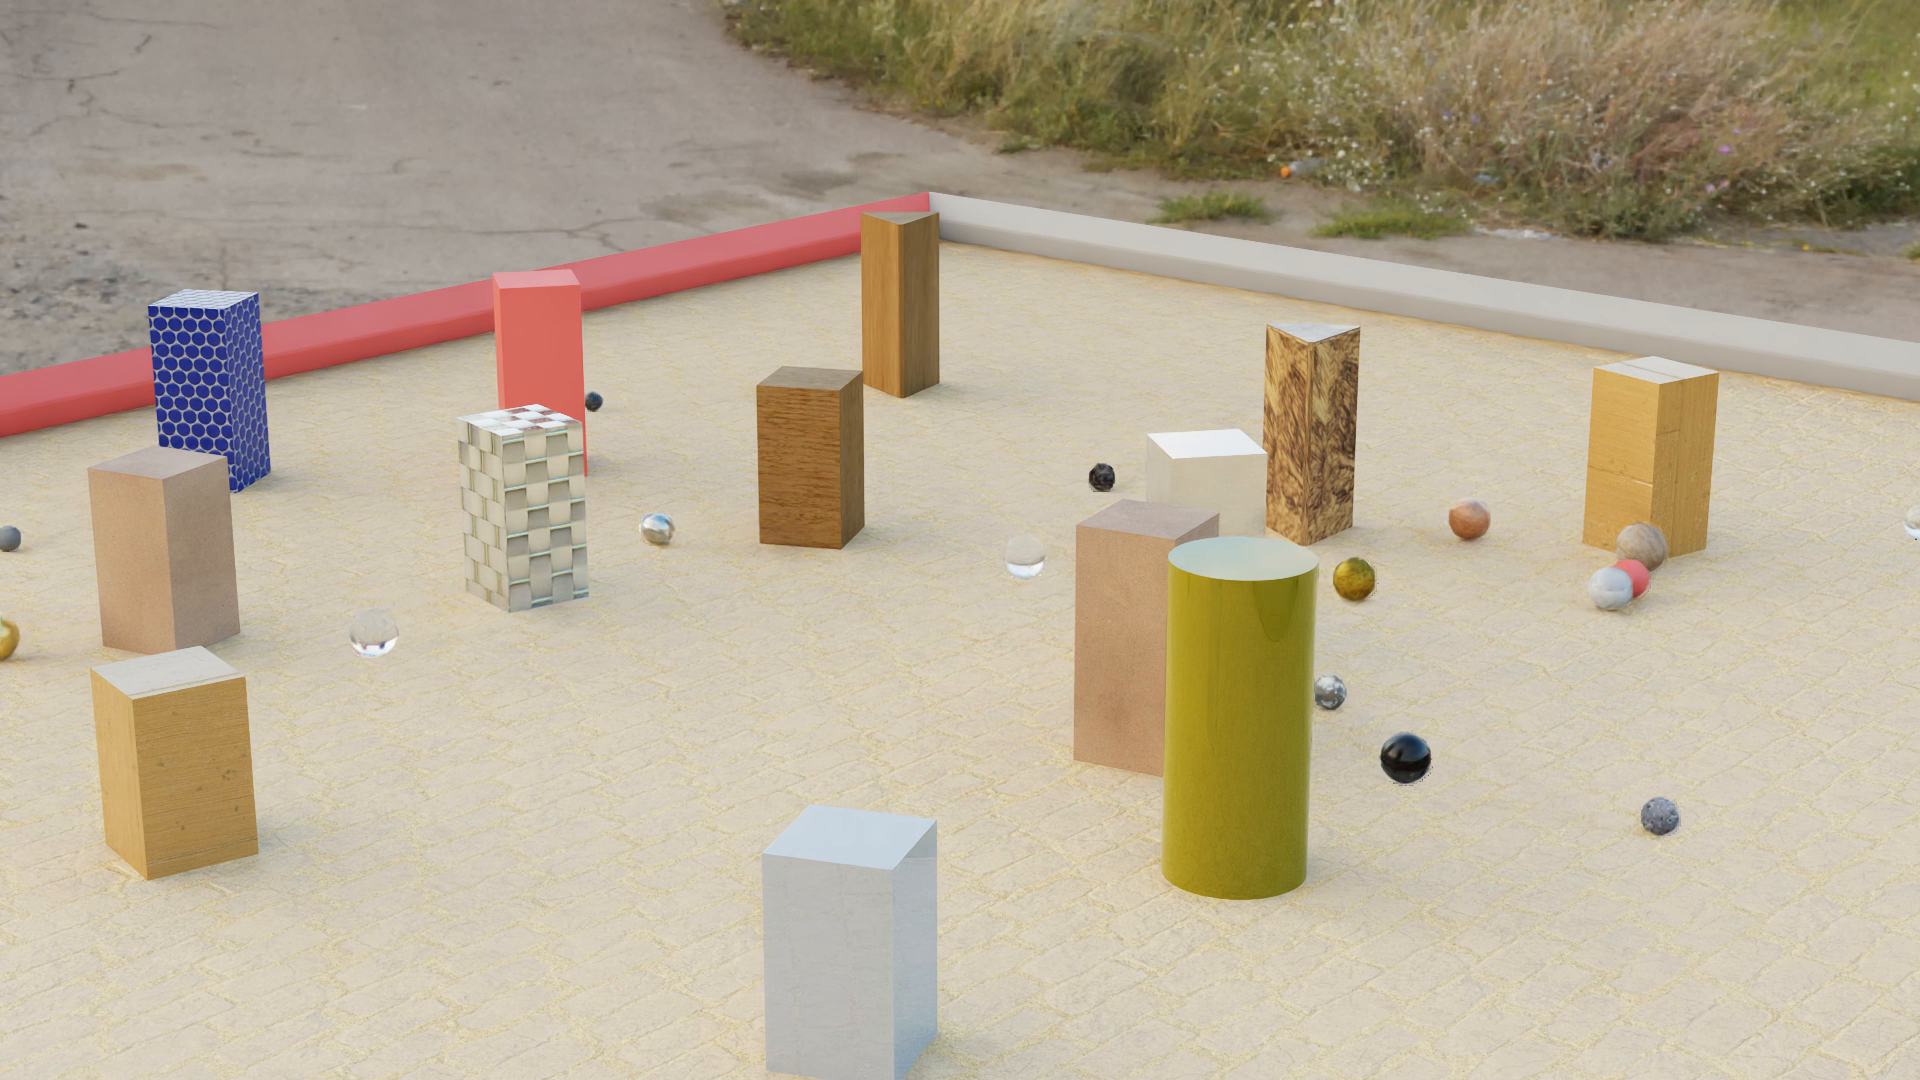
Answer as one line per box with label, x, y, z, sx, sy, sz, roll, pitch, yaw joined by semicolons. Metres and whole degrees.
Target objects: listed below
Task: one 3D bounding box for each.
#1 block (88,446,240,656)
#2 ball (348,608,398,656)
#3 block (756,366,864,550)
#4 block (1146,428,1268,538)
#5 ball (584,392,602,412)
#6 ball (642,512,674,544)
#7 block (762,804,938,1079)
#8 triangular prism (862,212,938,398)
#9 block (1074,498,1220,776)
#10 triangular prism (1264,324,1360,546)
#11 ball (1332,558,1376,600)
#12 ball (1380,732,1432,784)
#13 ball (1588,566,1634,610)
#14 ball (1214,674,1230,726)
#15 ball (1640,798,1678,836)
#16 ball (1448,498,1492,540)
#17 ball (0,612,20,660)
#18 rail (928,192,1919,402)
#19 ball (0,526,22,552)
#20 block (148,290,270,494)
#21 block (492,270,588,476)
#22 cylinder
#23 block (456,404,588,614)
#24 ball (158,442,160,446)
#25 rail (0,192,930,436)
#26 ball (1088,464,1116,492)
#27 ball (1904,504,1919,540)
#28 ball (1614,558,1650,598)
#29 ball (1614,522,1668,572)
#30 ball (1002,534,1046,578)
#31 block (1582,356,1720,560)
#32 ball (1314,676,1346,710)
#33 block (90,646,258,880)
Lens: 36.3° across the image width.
block;-1.316;0.019;4.855;0.157;0.307;0.157;8;19;25
ball;-0.962;0.151;4.810;0.081;0.081;0.081;0;17;0
block;-0.276;-0.154;5.440;0.157;0.301;0.157;4;17;14
block;0.399;0.013;4.796;0.157;0.353;0.157;-3;17;-11
ball;-0.799;-0.302;6.378;0.043;0.043;0.043;0;17;0
ball;-0.558;-0.021;5.417;0.060;0.060;0.060;0;17;0
block;-0.126;0.471;3.415;0.157;0.273;0.157;5;18;17
triangular prism;-0.111;-0.532;6.540;0.148;0.390;0.170;-10;20;-30
block;0.275;0.144;4.342;0.157;0.365;0.157;9;19;27
triangular prism;0.630;-0.206;5.464;0.148;0.386;0.170;13;21;36
ball;0.685;0.069;5.094;0.075;0.075;0.075;0;17;0
ball;0.649;0.317;4.270;0.075;0.075;0.075;0;17;0
ball;1.120;0.083;5.043;0.076;0.076;0.076;0;17;0
ball;0.362;0.243;4.475;0.098;0.098;0.098;0;17;0
ball;0.974;0.385;4.084;0.052;0.052;0.052;0;17;0
ball;0.947;-0.040;5.447;0.079;0.079;0.079;0;17;0
ball;-1.577;0.157;4.791;0.080;0.080;0.080;0;17;0
rail;1.579;-0.493;6.861;4.458;0.128;0.045;14;22;39
ball;-1.746;-0.003;5.378;0.048;0.048;0.048;0;17;0
block;-1.480;-0.295;5.793;0.157;0.368;0.157;3;17;11
block;-0.841;-0.331;5.873;0.157;0.391;0.157;-4;17;-13
cylinder;0.371;0.235;3.904;0.197;0.442;0.197;0;17;0
block;-0.759;-0.056;5.093;0.157;0.315;0.157;-12;21;-35
ball;-1.582;-0.187;5.930;0.081;0.081;0.081;0;17;0
rail;-1.665;-0.385;6.504;0.045;0.128;4.865;14;22;39
ball;0.280;-0.123;5.767;0.054;0.054;0.054;0;17;0
ball;1.789;-0.035;5.449;0.068;0.068;0.068;0;17;0
ball;1.165;0.068;5.107;0.069;0.069;0.069;0;17;0
ball;1.219;0.014;5.246;0.092;0.092;0.092;0;17;0
ball;0.115;0.028;5.223;0.077;0.077;0.077;0;17;0
block;1.263;-0.149;5.366;0.157;0.334;0.157;-11;20;-33
ball;0.576;0.237;4.571;0.053;0.053;0.053;0;17;0
block;-1.072;0.302;4.002;0.157;0.258;0.157;-12;20;-34
